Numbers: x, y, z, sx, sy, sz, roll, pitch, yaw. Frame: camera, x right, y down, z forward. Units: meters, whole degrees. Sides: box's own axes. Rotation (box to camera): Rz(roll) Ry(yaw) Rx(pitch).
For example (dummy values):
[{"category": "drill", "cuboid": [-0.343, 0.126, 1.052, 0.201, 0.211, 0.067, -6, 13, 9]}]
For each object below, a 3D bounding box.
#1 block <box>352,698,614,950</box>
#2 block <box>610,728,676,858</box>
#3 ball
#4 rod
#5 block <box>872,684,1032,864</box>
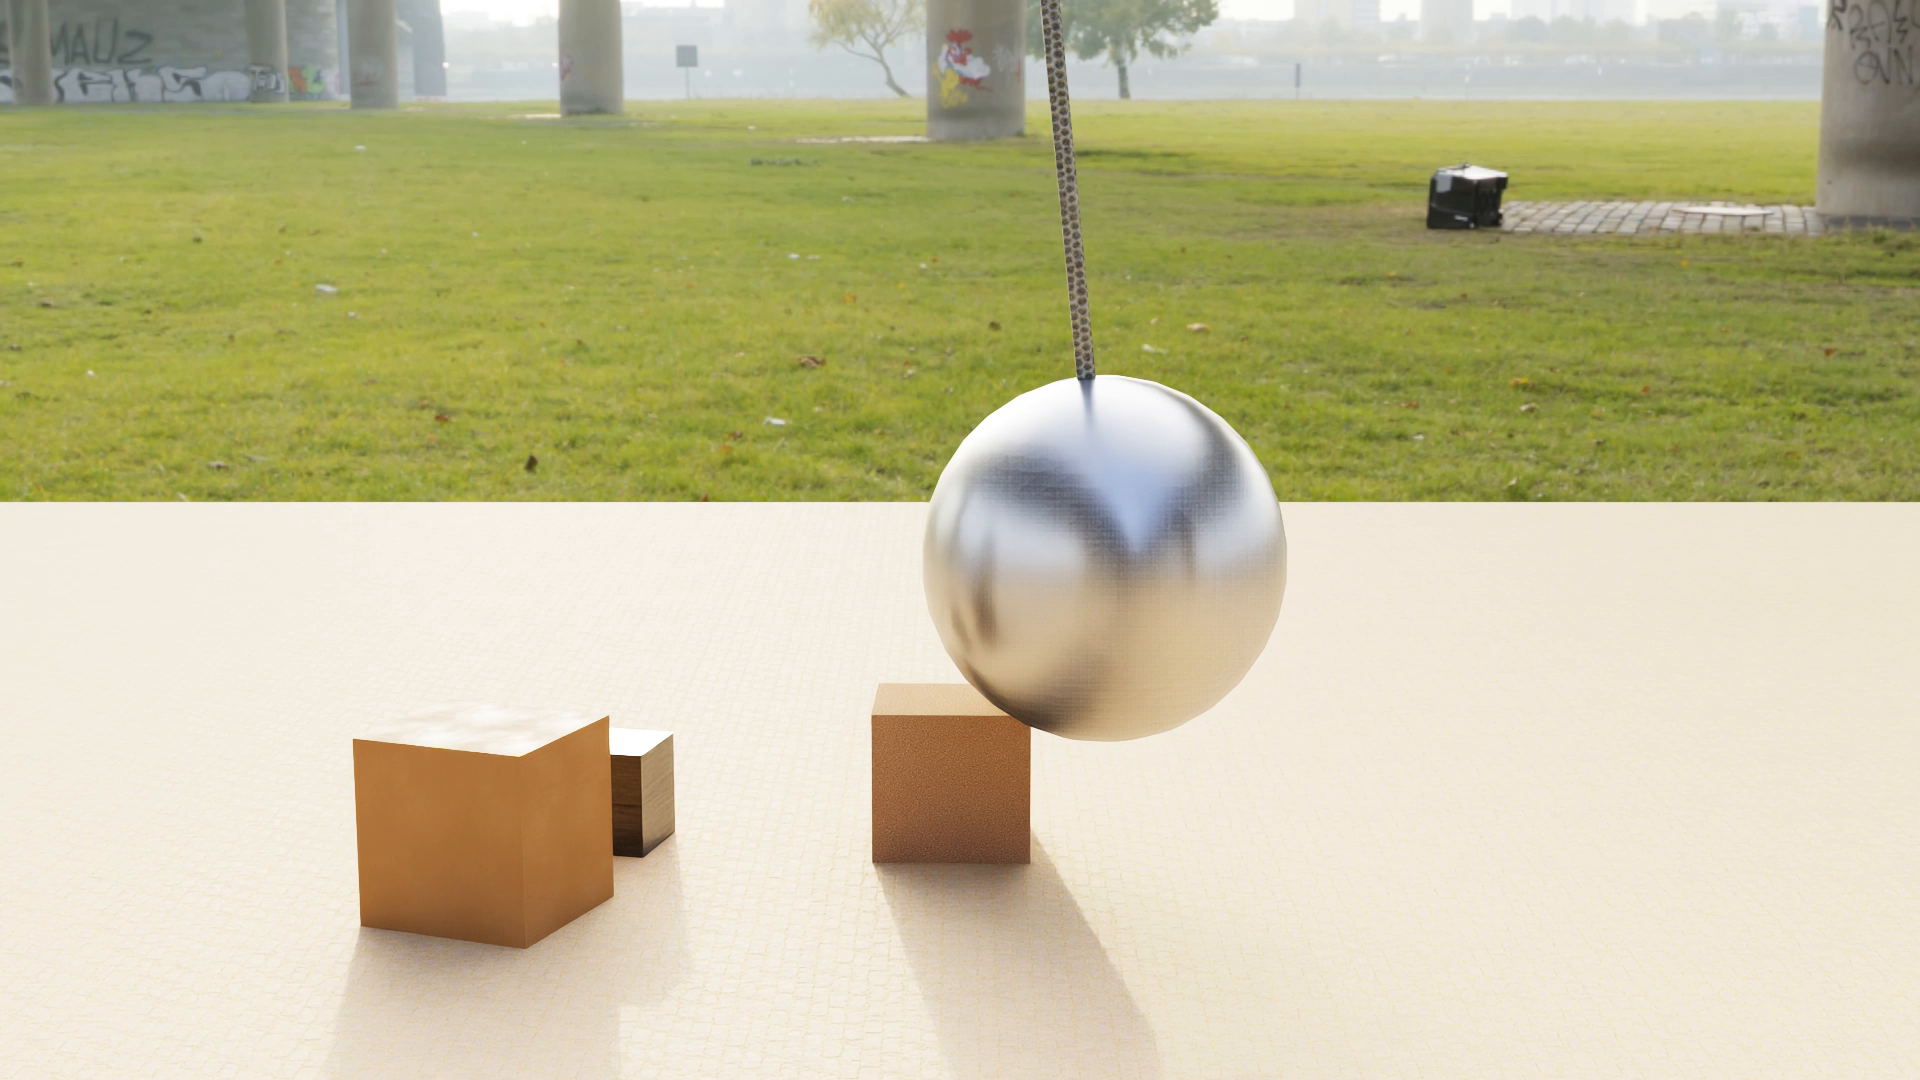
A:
[{"category": "block", "cuboid": [-1.999, 1.178, 10.827, 0.792, 0.808, 0.735, 4, 11, 21]}, {"category": "block", "cuboid": [-1.582, 1.161, 11.841, 0.405, 0.480, 0.426, 3, 11, 14]}, {"category": "ball", "cuboid": [0.627, 0.082, 11.195, 1.600, 1.600, 1.600, 0, 10, 0]}, {"category": "rod", "cuboid": [0.272, -3.245, 10.590, 0.080, 5.200, 0.080, -6, 10, 1]}, {"category": "block", "cuboid": [-0.032, 1.064, 11.793, 0.713, 0.686, 0.606, 0, 10, 1]}]
